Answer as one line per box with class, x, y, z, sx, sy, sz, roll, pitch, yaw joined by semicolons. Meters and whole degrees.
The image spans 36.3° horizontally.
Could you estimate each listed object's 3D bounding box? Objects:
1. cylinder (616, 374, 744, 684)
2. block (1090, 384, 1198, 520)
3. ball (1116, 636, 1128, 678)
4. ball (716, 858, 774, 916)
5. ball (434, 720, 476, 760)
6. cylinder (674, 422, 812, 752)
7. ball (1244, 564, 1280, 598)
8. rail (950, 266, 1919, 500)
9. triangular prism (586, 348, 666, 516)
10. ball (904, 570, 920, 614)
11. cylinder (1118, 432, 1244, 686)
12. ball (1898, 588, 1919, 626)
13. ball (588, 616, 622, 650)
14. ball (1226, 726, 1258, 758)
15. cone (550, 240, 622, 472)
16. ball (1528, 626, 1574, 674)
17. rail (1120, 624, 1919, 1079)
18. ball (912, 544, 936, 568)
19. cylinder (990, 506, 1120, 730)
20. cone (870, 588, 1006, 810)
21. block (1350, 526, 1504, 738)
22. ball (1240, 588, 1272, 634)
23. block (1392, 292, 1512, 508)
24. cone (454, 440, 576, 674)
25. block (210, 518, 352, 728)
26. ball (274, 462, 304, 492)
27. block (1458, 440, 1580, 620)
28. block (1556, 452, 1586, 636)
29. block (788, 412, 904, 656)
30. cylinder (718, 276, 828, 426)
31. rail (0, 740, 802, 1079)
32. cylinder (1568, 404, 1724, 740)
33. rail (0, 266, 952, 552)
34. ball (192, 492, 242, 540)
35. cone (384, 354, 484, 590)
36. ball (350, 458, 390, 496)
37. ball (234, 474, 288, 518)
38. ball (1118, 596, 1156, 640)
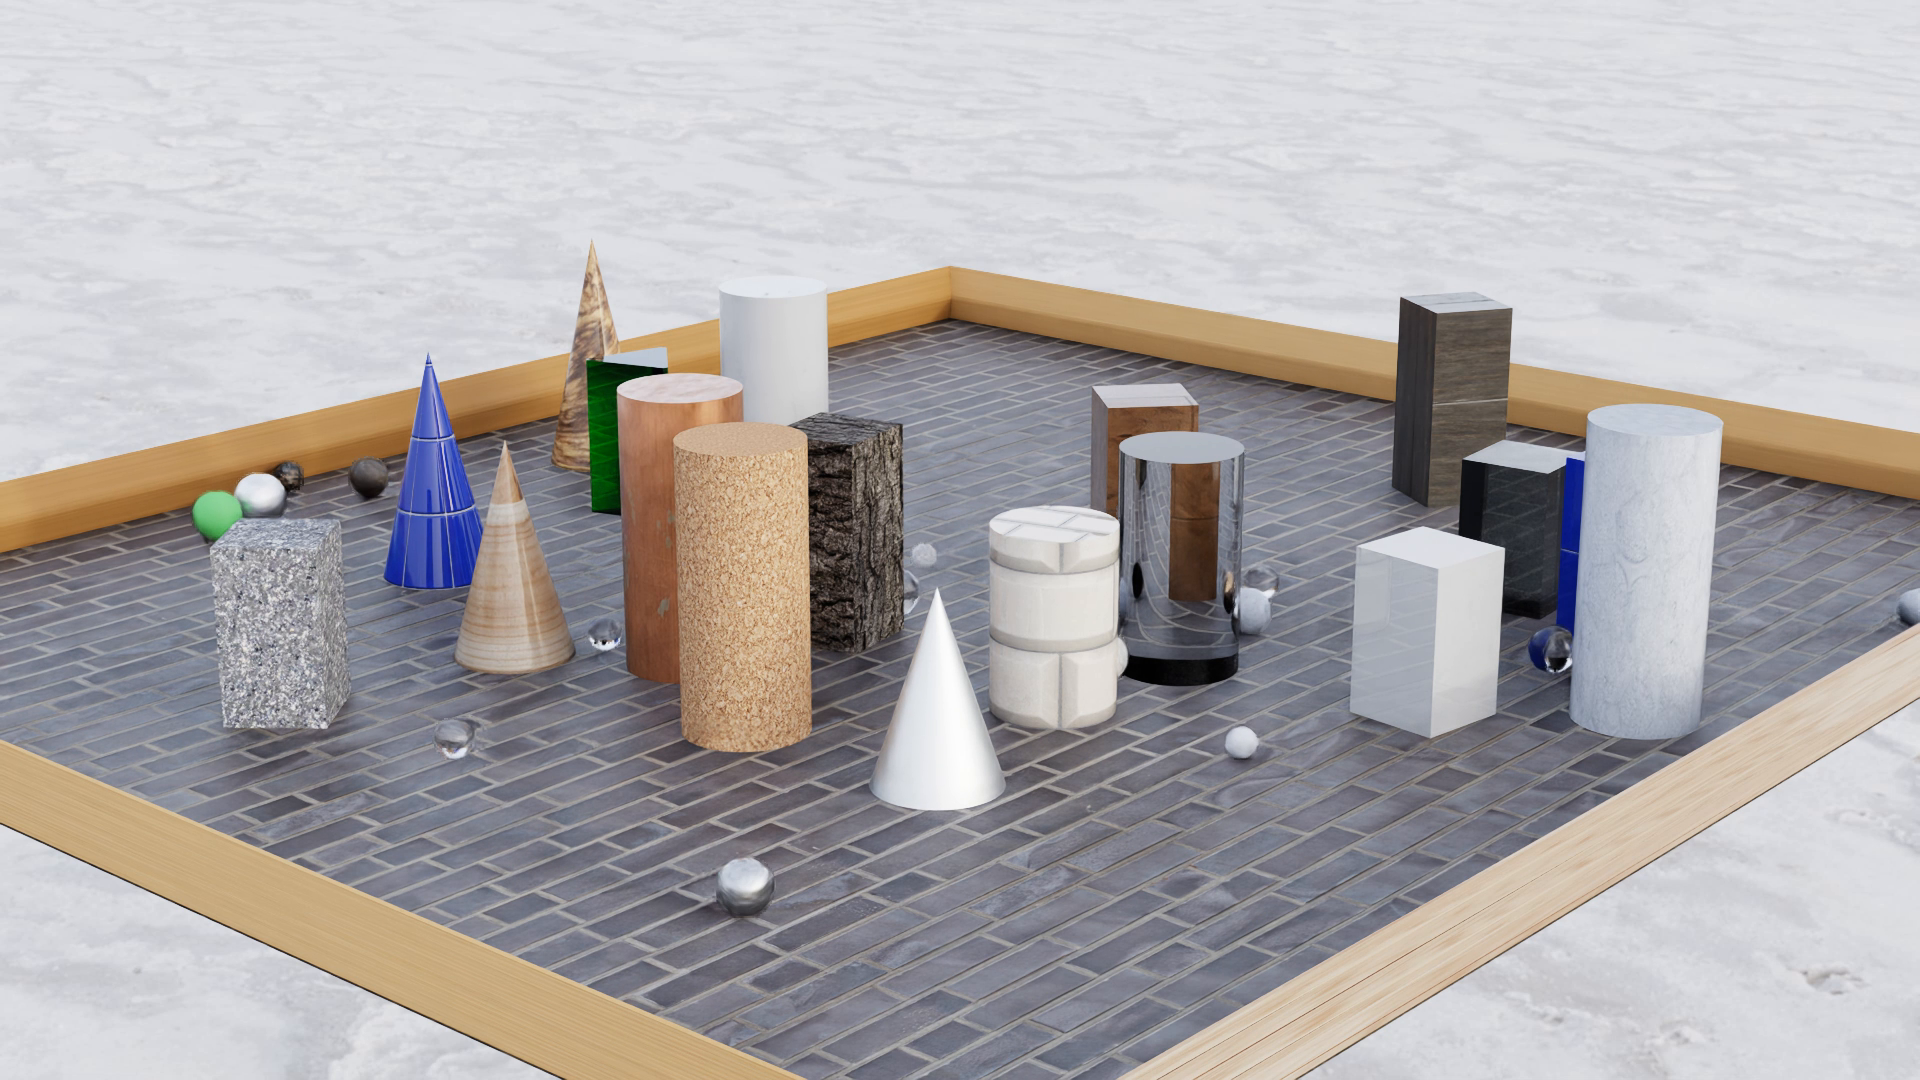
cylinder;-0.444;-0.020;4.721;0.200;0.462;0.200;0;17;0
block;0.324;-0.094;5.191;0.160;0.333;0.160;-2;17;-7
ball;0.226;0.186;4.688;0.087;0.087;0.087;0;17;0
ball;-0.281;0.452;3.822;0.076;0.076;0.076;0;17;0
ball;-0.752;0.297;4.368;0.059;0.059;0.059;0;17;0
cylinder;-0.327;0.070;4.428;0.200;0.460;0.200;0;17;0
ball;0.524;0.073;5.104;0.062;0.062;0.062;0;17;0
rail;1.088;-0.329;6.320;2.990;0.130;0.045;14;22;39
triangular prism;-0.600;-0.209;5.629;0.173;0.300;0.150;7;18;22
ball;-0.110;0.089;5.016;0.084;0.084;0.084;0;17;0
cylinder;0.353;0.029;4.722;0.200;0.368;0.200;0;17;0
ball;1.620;0.115;4.964;0.064;0.064;0.064;0;17;0
ball;-0.586;0.154;4.847;0.055;0.055;0.055;0;17;0
ball;0.420;0.302;4.371;0.048;0.048;0.048;0;17;0
cone;-0.738;-0.387;5.940;0.200;0.462;0.200;0;17;0
ball;0.958;0.176;4.737;0.077;0.077;0.077;0;17;0
rail;1.111;0.311;4.196;0.045;0.130;3.368;14;22;39
ball;-0.064;0.029;5.281;0.045;0.045;0.045;0;17;0
cylinder;0.145;0.119;4.542;0.200;0.300;0.200;0;17;0
cone;-0.033;0.212;4.230;0.200;0.302;0.200;0;17;0
block;0.720;0.140;4.524;0.160;0.269;0.160;-15;22;-40
ball;0.485;0.118;4.930;0.077;0.077;0.077;0;17;0
block;0.955;-0.274;5.702;0.160;0.384;0.160;-5;18;-17
cone;-0.733;0.013;4.779;0.200;0.366;0.200;0;17;0
block;-1.048;0.128;4.533;0.160;0.287;0.160;1;17;2
ball;-1.322;-0.125;5.771;0.057;0.057;0.057;0;17;0
block;0.971;-0.020;5.073;0.160;0.259;0.160;12;20;34
block;1.086;0.032;4.751;0.160;0.344;0.160;-15;23;-42
block;-0.204;-0.013;4.878;0.160;0.358;0.160;9;19;29
cylinder;-0.344;-0.243;5.454;0.200;0.466;0.200;0;17;0
rail;-1.088;0.394;3.919;2.990;0.130;0.045;14;22;39
cylinder;1.045;0.047;4.477;0.200;0.475;0.200;0;17;0
rail;-1.111;-0.246;6.043;0.045;0.130;3.368;14;22;39
ball;-1.381;-0.045;5.449;0.091;0.091;0.091;0;17;0
cone;-0.932;-0.136;5.199;0.200;0.409;0.200;0;17;0
ball;-1.154;-0.122;5.731;0.074;0.074;0.074;0;17;0
ball;-1.322;-0.077;5.537;0.100;0.100;0.100;0;17;0
ball;0.290;0.131;4.895;0.073;0.073;0.073;0;17;0
